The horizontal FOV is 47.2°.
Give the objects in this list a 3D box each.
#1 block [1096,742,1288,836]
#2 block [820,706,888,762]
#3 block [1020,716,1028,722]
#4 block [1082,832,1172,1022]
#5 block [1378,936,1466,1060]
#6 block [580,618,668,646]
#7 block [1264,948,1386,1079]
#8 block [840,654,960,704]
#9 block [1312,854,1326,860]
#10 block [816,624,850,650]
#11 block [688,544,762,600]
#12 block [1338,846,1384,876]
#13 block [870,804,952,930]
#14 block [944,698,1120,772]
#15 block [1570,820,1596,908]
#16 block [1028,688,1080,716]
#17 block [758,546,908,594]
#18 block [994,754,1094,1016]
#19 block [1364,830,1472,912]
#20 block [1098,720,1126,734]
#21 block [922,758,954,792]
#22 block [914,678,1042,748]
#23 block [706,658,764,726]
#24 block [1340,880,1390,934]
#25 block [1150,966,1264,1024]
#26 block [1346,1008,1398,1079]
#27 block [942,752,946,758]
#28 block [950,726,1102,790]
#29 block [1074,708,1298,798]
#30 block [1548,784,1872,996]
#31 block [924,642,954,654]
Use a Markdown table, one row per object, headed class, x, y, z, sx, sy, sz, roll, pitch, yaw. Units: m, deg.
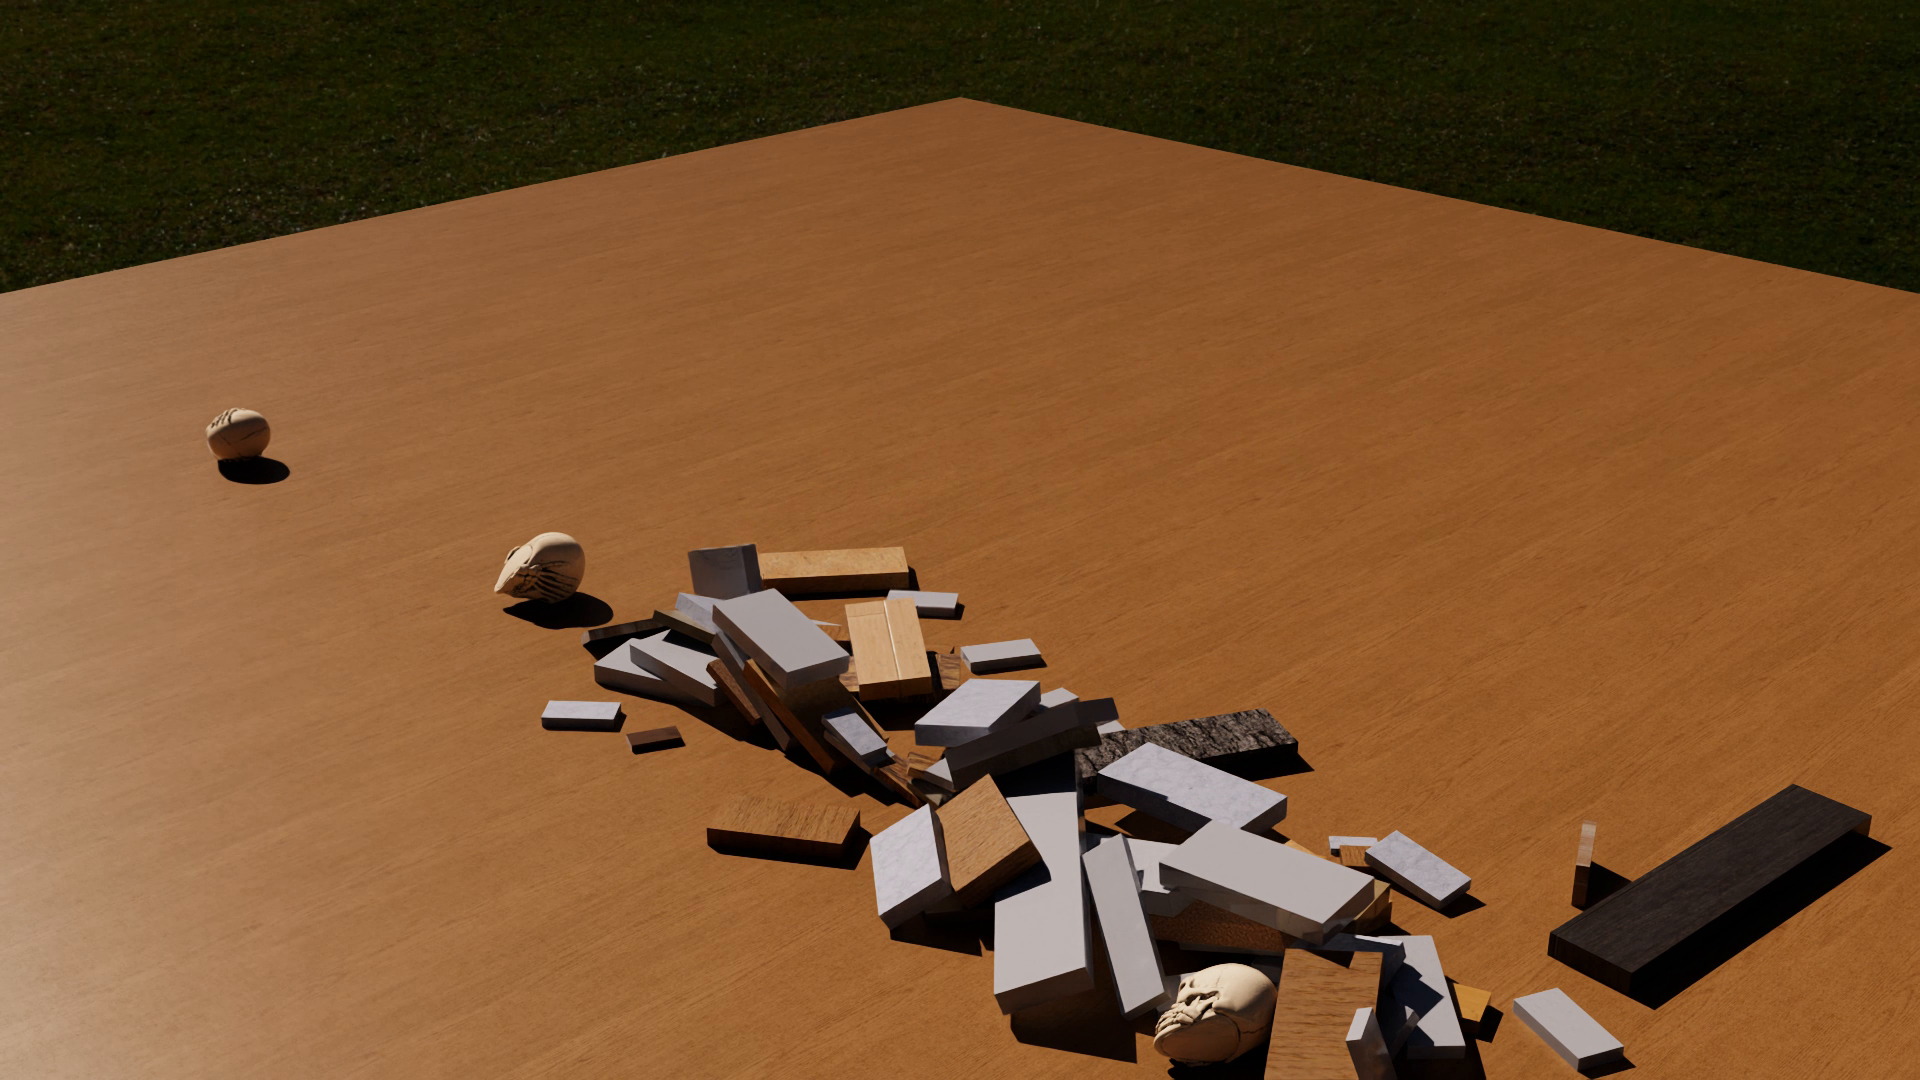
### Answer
| class | x | y | z | sx | sy | sz | roll | pitch | yaw |
| --- | --- | --- | --- | --- | --- | --- | --- | --- | --- |
| block | 0.460 | 0.508 | 4.383 | 0.341 | 0.048 | 0.171 | 19 | 29 | 37 |
| block | -0.221 | 0.403 | 4.580 | 0.069 | 0.020 | 0.139 | -18 | 46 | -37 |
| block | 0.092 | 0.401 | 4.795 | 0.110 | 0.016 | 0.055 | 2 | 23 | 4 |
| block | 0.294 | 0.686 | 3.922 | 0.088 | 0.025 | 0.374 | -32 | 37 | 16 |
| block | 0.794 | 0.787 | 3.800 | 0.096 | 0.027 | 0.305 | -1 | 26 | 1 |
| block | -0.664 | 0.189 | 5.232 | 0.471 | 0.025 | 0.087 | -11 | -5 | -23 |
| block | 0.601 | 0.818 | 3.630 | 0.165 | 0.047 | 0.329 | -1 | 38 | 18 |
| block | -0.135 | 0.313 | 4.934 | 0.269 | 0.038 | 0.135 | -1 | 32 | 2 |
| block | 0.646 | 0.611 | 4.185 | 0.094 | 0.013 | 0.047 | 10 | 25 | 22 |
| block | -0.386 | 0.221 | 5.099 | 0.274 | 0.023 | 0.080 | 2 | 23 | 5 |
| block | -0.559 | 0.084 | 5.238 | 0.038 | 0.135 | 0.269 | -11 | 4 | -35 |
| block | 0.816 | 0.623 | 4.264 | 0.154 | 0.022 | 0.077 | 1 | 23 | 4 |
| block | -0.095 | 0.617 | 4.170 | 0.138 | 0.039 | 0.275 | -32 | 22 | 8 |
| block | 0.143 | 0.391 | 4.405 | 0.319 | 0.045 | 0.160 | -24 | -12 | 31 |
| block | 1.191 | 0.616 | 4.196 | 0.025 | 0.088 | 0.176 | 8 | 24 | 17 |
| block | 0.199 | 0.362 | 4.885 | 0.120 | 0.017 | 0.060 | -16 | 28 | -34 |
| block | -0.393 | 0.081 | 5.512 | 0.517 | 0.045 | 0.160 | -3 | 23 | -6 |
| block | 0.152 | 0.623 | 4.088 | 0.166 | 0.047 | 0.714 | -19 | 23 | 10 |
| block | 0.873 | 0.630 | 4.197 | 0.092 | 0.026 | 0.184 | -26 | 41 | -32 |
| block | 0.308 | 0.400 | 4.796 | 0.060 | 0.017 | 0.120 | -9 | 25 | -20 |
| block | 0.029 | 0.454 | 4.569 | 0.069 | 0.020 | 0.335 | 20 | 18 | 21 |
| block | 0.042 | 0.371 | 4.737 | 0.166 | 0.047 | 0.332 | 0 | 13 | 21 |
| block | -0.467 | 0.322 | 4.790 | 0.087 | 0.025 | 0.174 | -22 | 60 | -40 |
| block | 0.630 | 0.643 | 4.073 | 0.292 | 0.041 | 0.146 | 15 | 27 | 32 |
| block | 0.423 | 0.796 | 3.850 | 0.192 | 0.027 | 0.096 | -5 | 24 | -13 |
| block | 0.666 | 0.853 | 3.520 | 0.026 | 0.184 | 0.092 | -14 | 16 | 27 |
| block | 0.004 | 0.473 | 4.628 | 0.053 | 0.015 | 0.106 | -7 | 24 | -16 |
| block | 0.132 | 0.437 | 4.395 | 0.275 | 0.039 | 0.138 | -23 | -12 | 28 |
| block | 0.406 | 0.453 | 4.632 | 0.594 | 0.047 | 0.165 | -7 | 24 | -17 |
| block | 1.435 | 0.649 | 4.170 | 0.832 | 0.048 | 0.171 | -19 | 29 | -37 |
| block | -0.076 | 0.285 | 5.059 | 0.085 | 0.024 | 0.170 | 6 | 24 | 13 |
